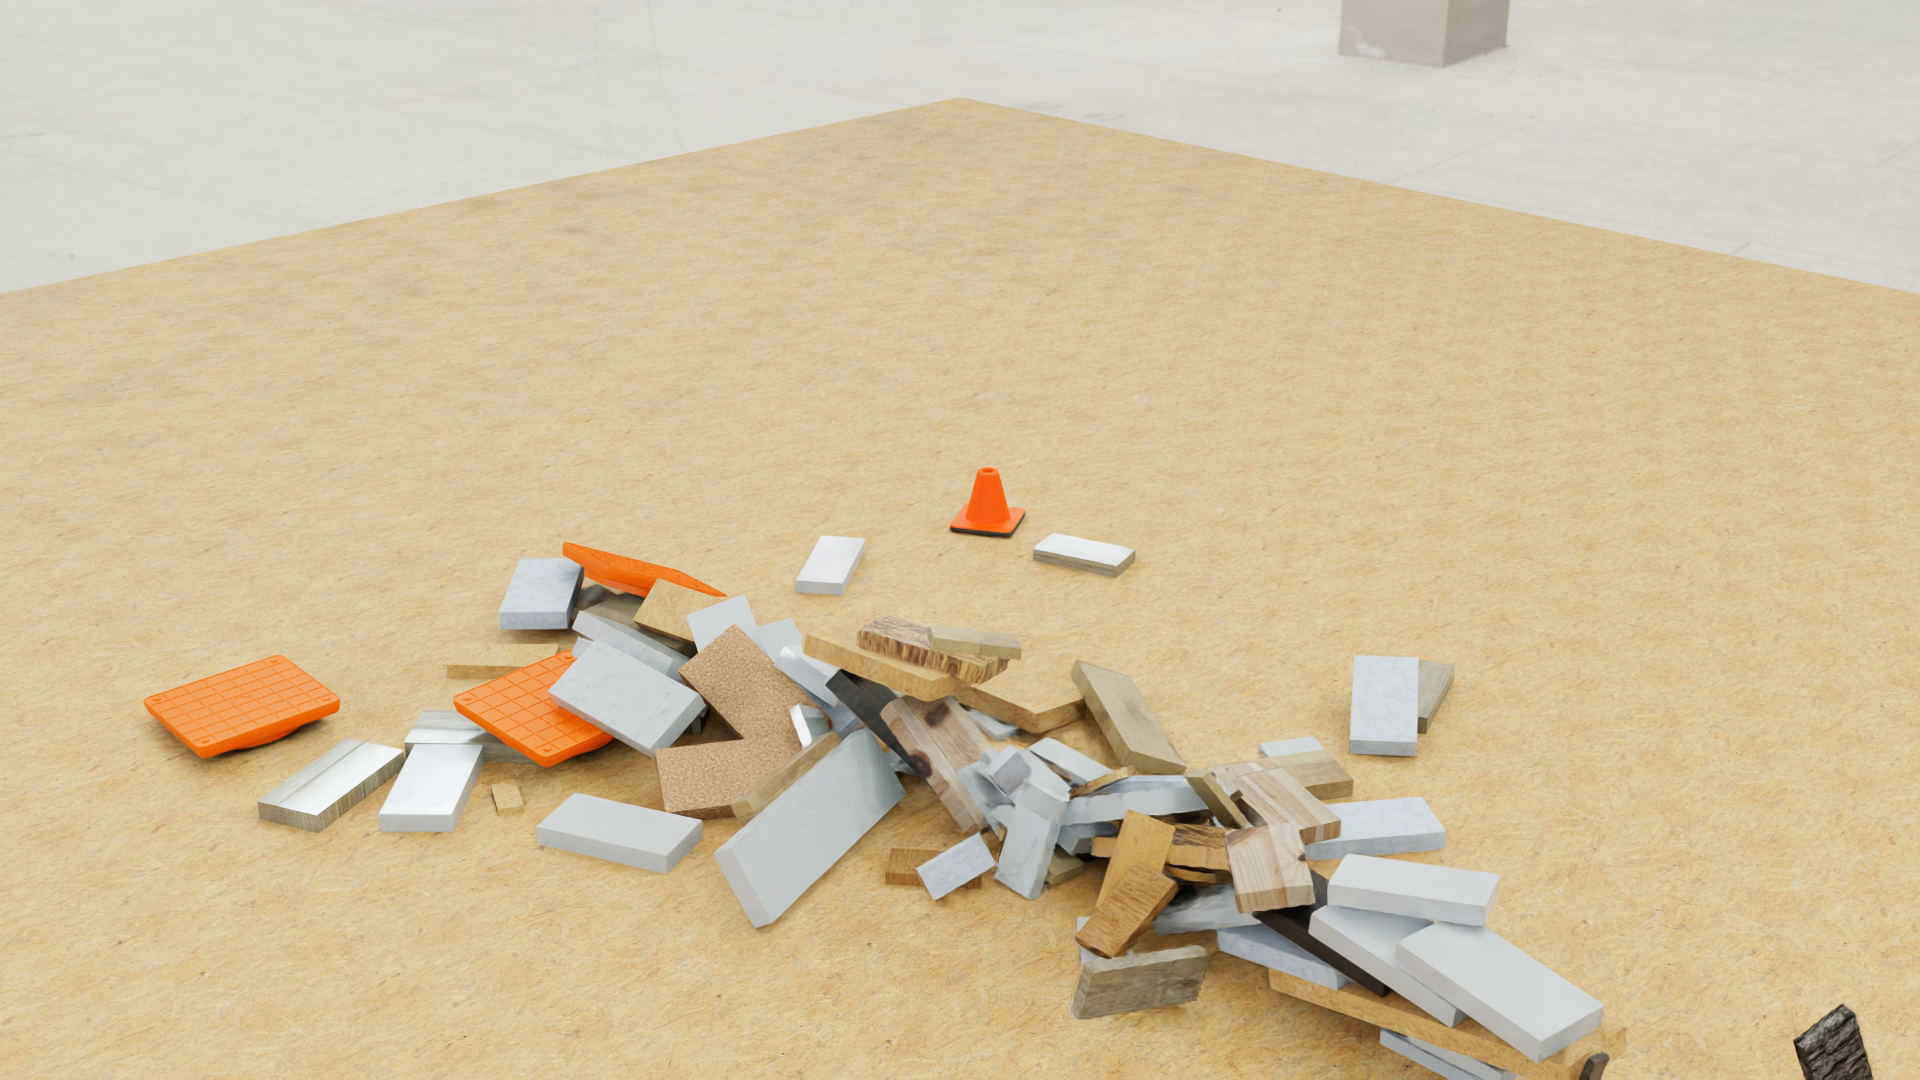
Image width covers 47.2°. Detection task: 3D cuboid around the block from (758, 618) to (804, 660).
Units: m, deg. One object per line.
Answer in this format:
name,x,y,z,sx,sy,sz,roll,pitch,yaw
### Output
block,-0.384,0.296,4.877,0.139,0.039,0.277,-14,48,-24

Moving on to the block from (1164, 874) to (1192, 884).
block,0.396,0.634,4.200,0.059,0.017,0.119,-4,5,-11

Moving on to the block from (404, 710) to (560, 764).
block,-1.023,0.421,4.716,0.296,0.042,0.148,1,23,3

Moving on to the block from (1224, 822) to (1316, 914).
block,0.542,0.573,3.862,0.131,0.037,0.262,-9,16,5

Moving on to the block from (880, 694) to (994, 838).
block,-0.008,0.440,4.425,0.158,0.045,0.317,-19,66,-45

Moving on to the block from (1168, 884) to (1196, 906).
block,0.378,0.663,4.119,0.059,0.017,0.119,-20,7,-39

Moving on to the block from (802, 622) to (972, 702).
block,-0.147,0.247,4.498,0.317,0.045,0.158,19,17,30

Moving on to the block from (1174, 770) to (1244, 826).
block,0.492,0.524,4.386,0.139,0.020,0.069,-36,29,5

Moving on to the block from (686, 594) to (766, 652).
block,-0.498,0.248,4.815,0.139,0.039,0.277,-21,47,-5

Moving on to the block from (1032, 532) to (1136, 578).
block,0.318,0.039,5.627,0.235,0.033,0.117,12,26,26

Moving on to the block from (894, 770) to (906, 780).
block,-0.161,0.481,4.611,0.092,0.013,0.046,16,28,33

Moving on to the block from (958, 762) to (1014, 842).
block,0.071,0.514,4.360,0.082,0.023,0.164,-16,64,-44

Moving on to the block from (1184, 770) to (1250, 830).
block,0.494,0.499,4.232,0.019,0.136,0.068,-44,14,-21

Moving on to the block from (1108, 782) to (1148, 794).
block,0.333,0.492,4.355,0.063,0.018,0.127,-8,-7,11

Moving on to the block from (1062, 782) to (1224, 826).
block,0.347,0.511,4.255,0.170,0.048,0.340,-12,-9,39

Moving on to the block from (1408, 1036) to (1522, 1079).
block,0.841,0.826,3.597,0.099,0.028,0.198,-19,22,-32

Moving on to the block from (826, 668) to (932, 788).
block,-0.128,0.381,4.518,0.317,0.045,0.158,43,11,6

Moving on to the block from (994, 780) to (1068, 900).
block,0.135,0.568,4.170,0.028,0.201,0.100,8,12,-43

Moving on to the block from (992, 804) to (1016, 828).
block,0.147,0.546,4.296,0.082,0.023,0.164,37,21,35

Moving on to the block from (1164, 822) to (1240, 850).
block,0.474,0.567,4.202,0.280,0.040,0.140,1,-9,35

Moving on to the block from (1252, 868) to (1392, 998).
block,0.655,0.667,3.763,0.140,0.040,0.280,-23,38,-38

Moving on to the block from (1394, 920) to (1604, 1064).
block,0.859,0.710,3.519,0.150,0.043,0.301,-18,32,-32

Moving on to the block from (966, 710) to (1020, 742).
block,0.070,0.400,4.796,0.063,0.018,0.125,-15,27,-31

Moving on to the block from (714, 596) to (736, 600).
block,-0.530,0.228,5.017,0.115,0.033,0.230,2,48,-31

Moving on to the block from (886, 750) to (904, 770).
block,-0.158,0.472,4.578,0.092,0.013,0.046,-38,36,-14

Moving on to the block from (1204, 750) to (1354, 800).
block,0.657,0.498,4.539,0.272,0.039,0.136,-6,24,-15

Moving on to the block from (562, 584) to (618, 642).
block,-0.844,0.194,5.247,0.158,0.045,0.315,-19,29,-37

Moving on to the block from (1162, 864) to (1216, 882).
block,0.413,0.618,4.093,0.059,0.017,0.119,11,-5,-37

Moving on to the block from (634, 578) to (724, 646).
block,-0.625,0.171,5.002,0.230,0.033,0.115,16,68,34

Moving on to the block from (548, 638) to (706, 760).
block,-0.700,0.332,4.610,0.313,0.044,0.157,24,61,33

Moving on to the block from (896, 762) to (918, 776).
block,-0.092,0.472,4.604,0.092,0.013,0.046,11,30,-1

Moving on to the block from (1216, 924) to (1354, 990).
block,0.600,0.708,3.855,0.140,0.040,0.280,-20,18,-36

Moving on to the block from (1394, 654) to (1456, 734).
block,1.003,0.342,4.903,0.140,0.040,0.280,10,25,22

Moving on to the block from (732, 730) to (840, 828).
block,-0.309,0.517,4.335,0.045,0.160,0.320,-23,7,35

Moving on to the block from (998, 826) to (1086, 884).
block,0.156,0.601,4.259,0.082,0.023,0.164,-12,38,-40

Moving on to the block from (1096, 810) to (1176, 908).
block,0.324,0.602,4.051,0.093,0.186,0.026,23,-13,-17

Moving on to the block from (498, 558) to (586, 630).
block,-1.002,0.127,5.290,0.158,0.045,0.315,0,23,-1

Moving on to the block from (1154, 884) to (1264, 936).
block,0.490,0.660,3.980,0.140,0.040,0.280,-20,0,-38

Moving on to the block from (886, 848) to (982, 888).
block,-0.047,0.633,4.237,0.182,0.026,0.091,2,23,5

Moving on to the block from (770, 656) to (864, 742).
block,-0.354,0.366,4.725,0.277,0.039,0.139,28,60,33

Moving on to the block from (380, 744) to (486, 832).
block,-1.080,0.507,4.513,0.145,0.041,0.291,0,23,1
